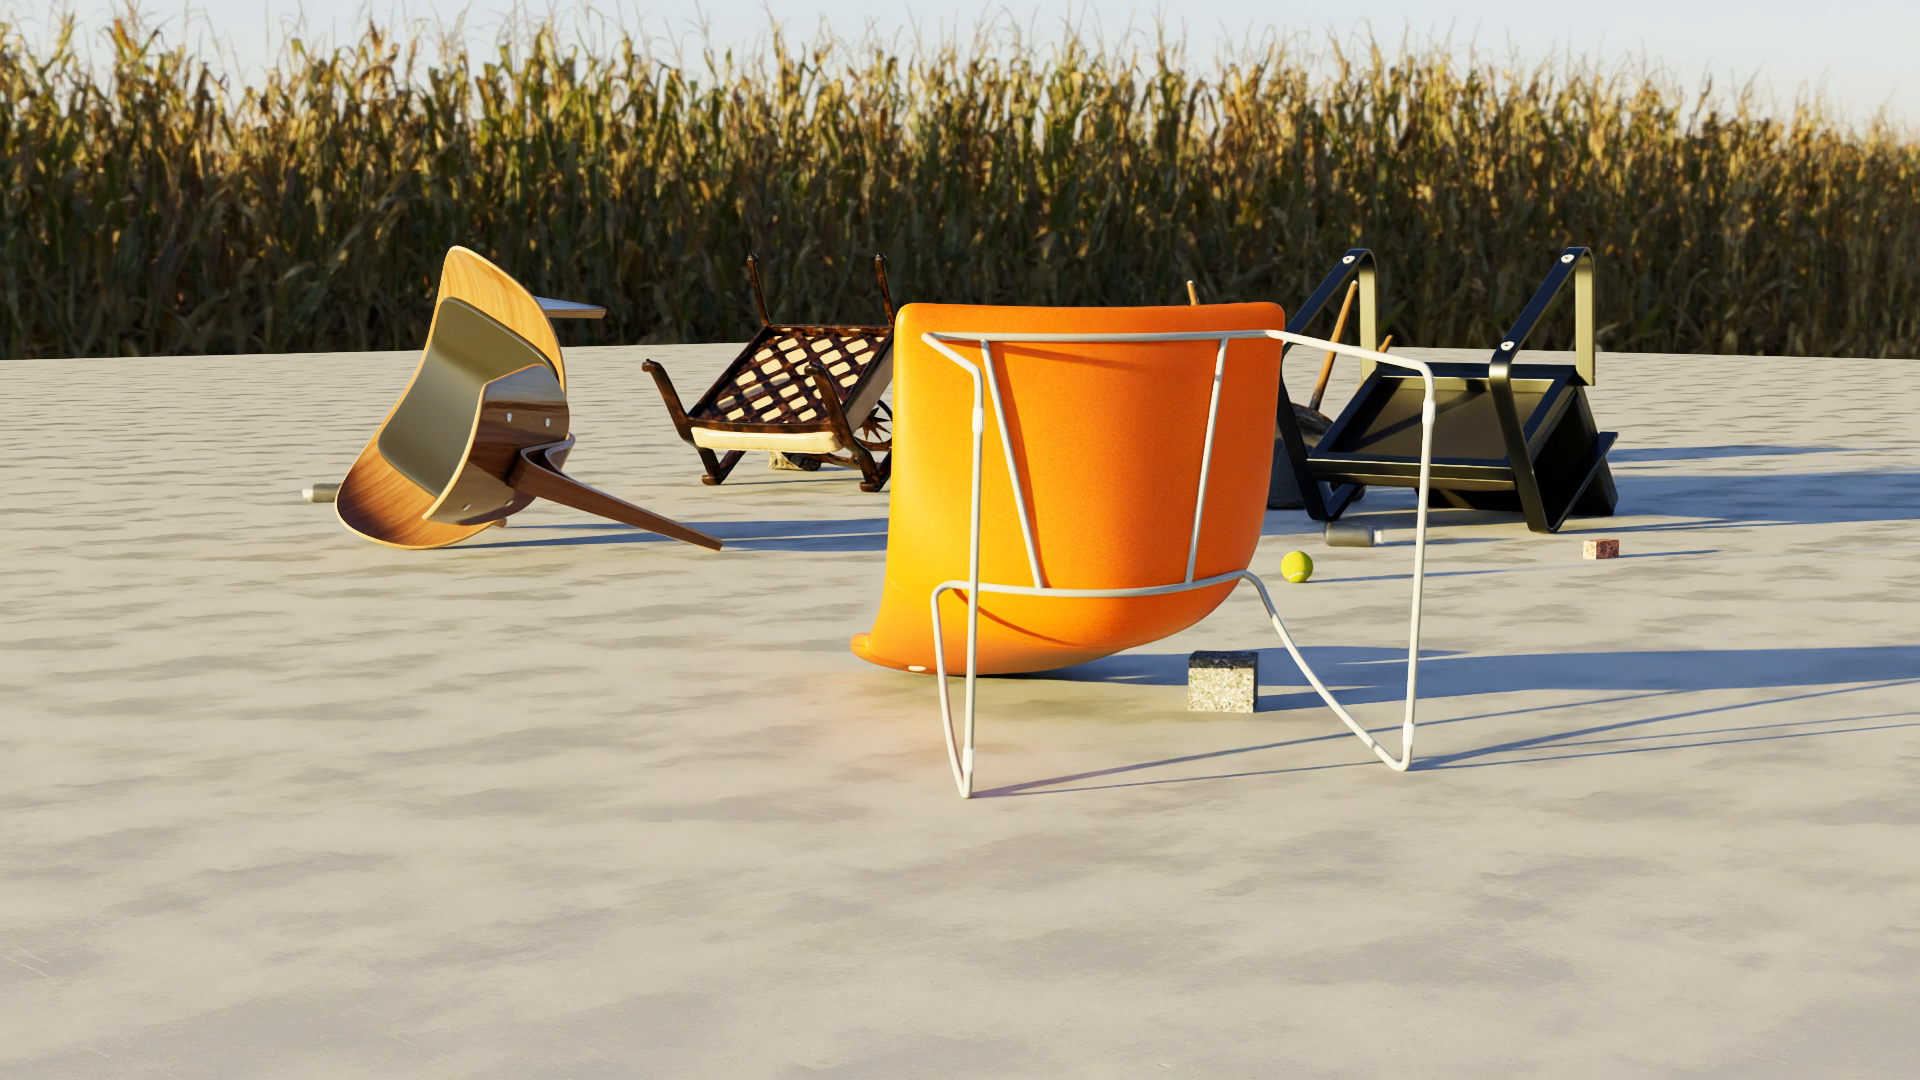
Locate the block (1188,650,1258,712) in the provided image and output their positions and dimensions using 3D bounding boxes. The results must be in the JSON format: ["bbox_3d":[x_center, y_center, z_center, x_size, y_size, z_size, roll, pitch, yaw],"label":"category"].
[{"bbox_3d":[0.404,0.216,3.926,0.098,0.080,0.088,1,6,11],"label":"block"}]

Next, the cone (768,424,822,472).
[{"bbox_3d":[-0.603,-0.276,8.706,0.215,0.133,0.171,39,-44,-18],"label":"cone"}]

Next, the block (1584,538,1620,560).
[{"bbox_3d":[1.503,0.021,6.010,0.091,0.041,0.034,-5,8,-41],"label":"block"}]
